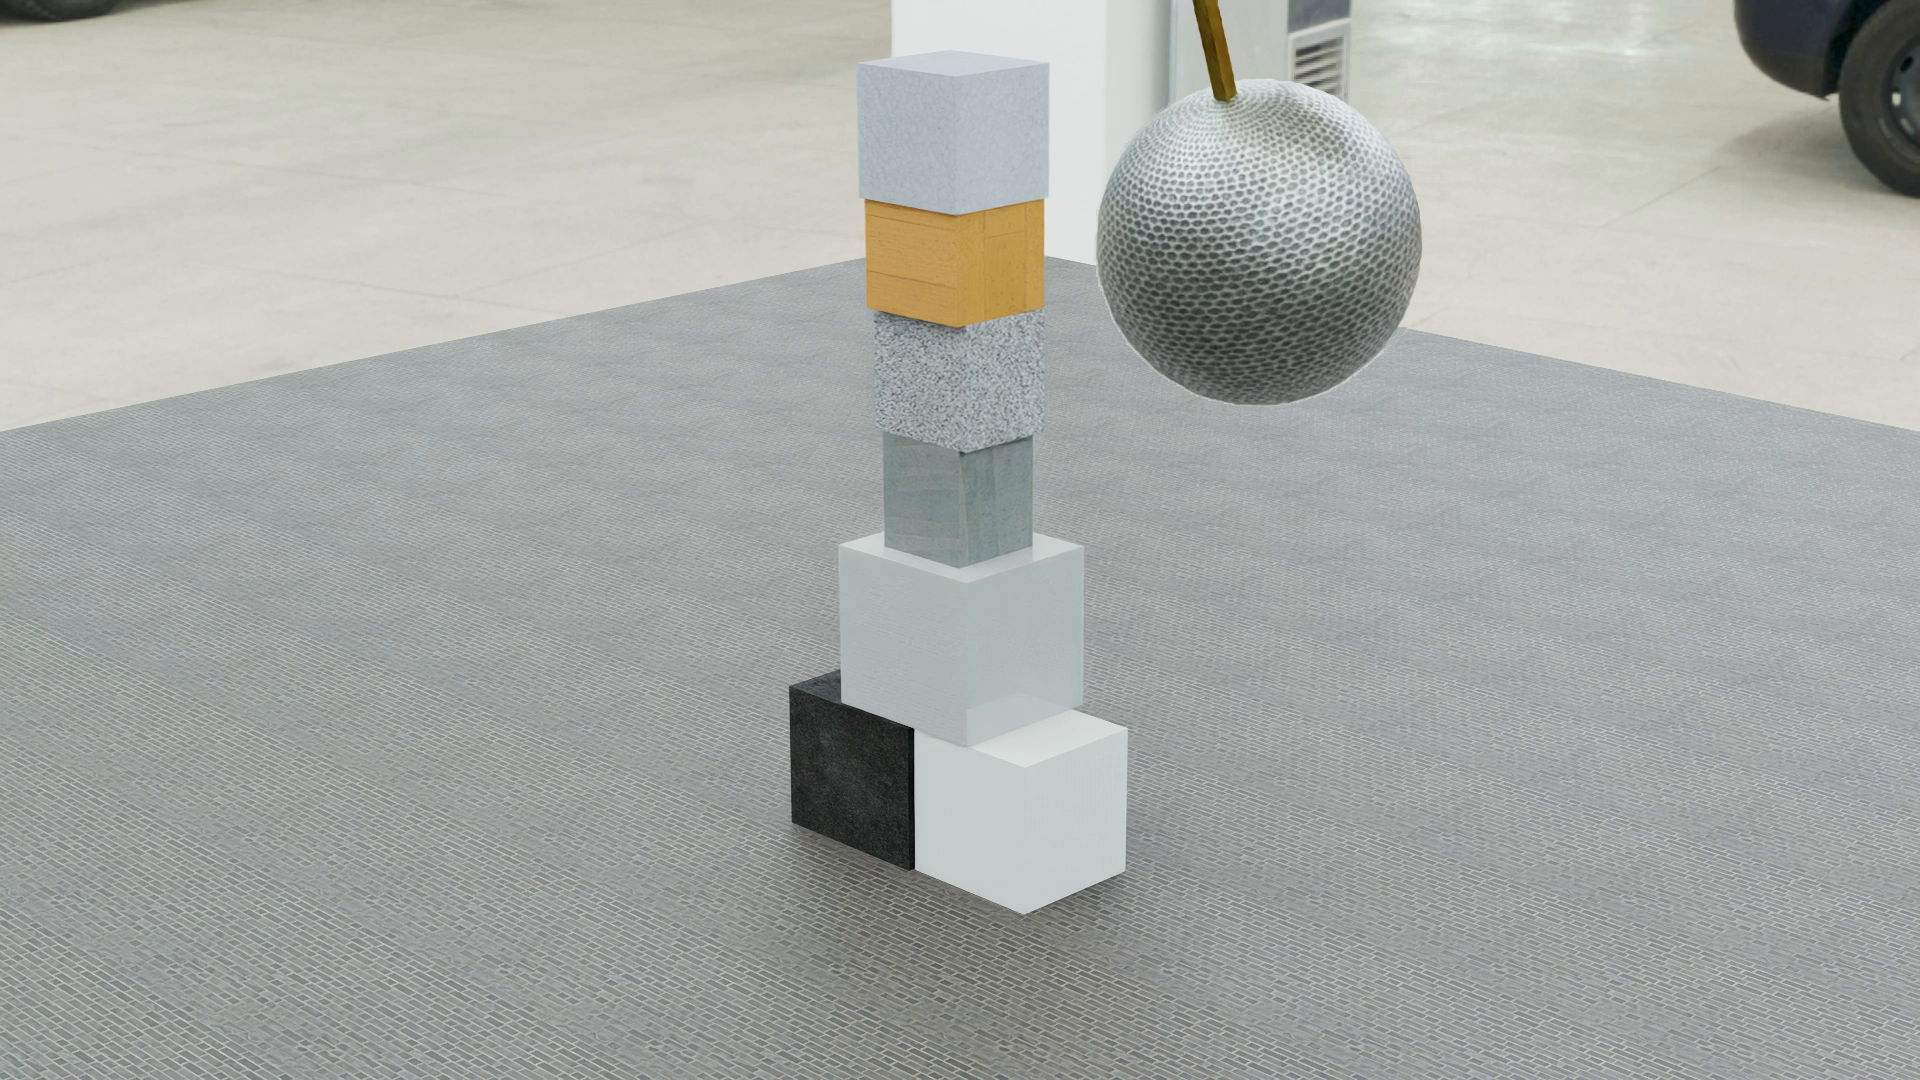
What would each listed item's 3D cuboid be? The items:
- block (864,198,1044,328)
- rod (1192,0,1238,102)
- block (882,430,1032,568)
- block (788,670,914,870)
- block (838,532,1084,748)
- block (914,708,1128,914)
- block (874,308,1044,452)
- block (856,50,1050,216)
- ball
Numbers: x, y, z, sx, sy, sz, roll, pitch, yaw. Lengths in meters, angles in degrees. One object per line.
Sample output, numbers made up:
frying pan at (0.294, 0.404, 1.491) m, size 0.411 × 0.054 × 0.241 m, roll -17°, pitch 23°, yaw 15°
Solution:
block at (-0.023, -1.269, 12.947) m, size 0.546 × 0.495 × 0.569 m, roll -17°, pitch 23°, yaw -42°
rod at (0.636, -4.254, 12.671) m, size 0.080 × 5.200 × 0.080 m, roll 17°, pitch 44°, yaw 42°
block at (-0.008, -0.232, 13.274) m, size 0.474 × 0.544 × 0.484 m, roll -17°, pitch 23°, yaw -42°
block at (-0.243, 1.022, 13.932) m, size 0.787 × 0.695 × 0.808 m, roll -17°, pitch 24°, yaw -42°
block at (0.007, 0.392, 13.477) m, size 0.759 × 0.767 × 0.822 m, roll -17°, pitch 23°, yaw -42°
block at (0.277, 1.186, 13.398) m, size 0.673 × 0.703 × 0.696 m, roll -17°, pitch 24°, yaw -42°
block at (-0.004, -0.765, 13.118) m, size 0.492 × 0.568 × 0.584 m, roll -17°, pitch 23°, yaw -42°
block at (-0.029, -1.786, 12.784) m, size 0.575 × 0.589 × 0.608 m, roll -17°, pitch 23°, yaw -42°
ball at (1.467, -1.460, 14.420) m, size 1.600 × 1.600 × 1.600 m, roll 0°, pitch 17°, yaw 0°
